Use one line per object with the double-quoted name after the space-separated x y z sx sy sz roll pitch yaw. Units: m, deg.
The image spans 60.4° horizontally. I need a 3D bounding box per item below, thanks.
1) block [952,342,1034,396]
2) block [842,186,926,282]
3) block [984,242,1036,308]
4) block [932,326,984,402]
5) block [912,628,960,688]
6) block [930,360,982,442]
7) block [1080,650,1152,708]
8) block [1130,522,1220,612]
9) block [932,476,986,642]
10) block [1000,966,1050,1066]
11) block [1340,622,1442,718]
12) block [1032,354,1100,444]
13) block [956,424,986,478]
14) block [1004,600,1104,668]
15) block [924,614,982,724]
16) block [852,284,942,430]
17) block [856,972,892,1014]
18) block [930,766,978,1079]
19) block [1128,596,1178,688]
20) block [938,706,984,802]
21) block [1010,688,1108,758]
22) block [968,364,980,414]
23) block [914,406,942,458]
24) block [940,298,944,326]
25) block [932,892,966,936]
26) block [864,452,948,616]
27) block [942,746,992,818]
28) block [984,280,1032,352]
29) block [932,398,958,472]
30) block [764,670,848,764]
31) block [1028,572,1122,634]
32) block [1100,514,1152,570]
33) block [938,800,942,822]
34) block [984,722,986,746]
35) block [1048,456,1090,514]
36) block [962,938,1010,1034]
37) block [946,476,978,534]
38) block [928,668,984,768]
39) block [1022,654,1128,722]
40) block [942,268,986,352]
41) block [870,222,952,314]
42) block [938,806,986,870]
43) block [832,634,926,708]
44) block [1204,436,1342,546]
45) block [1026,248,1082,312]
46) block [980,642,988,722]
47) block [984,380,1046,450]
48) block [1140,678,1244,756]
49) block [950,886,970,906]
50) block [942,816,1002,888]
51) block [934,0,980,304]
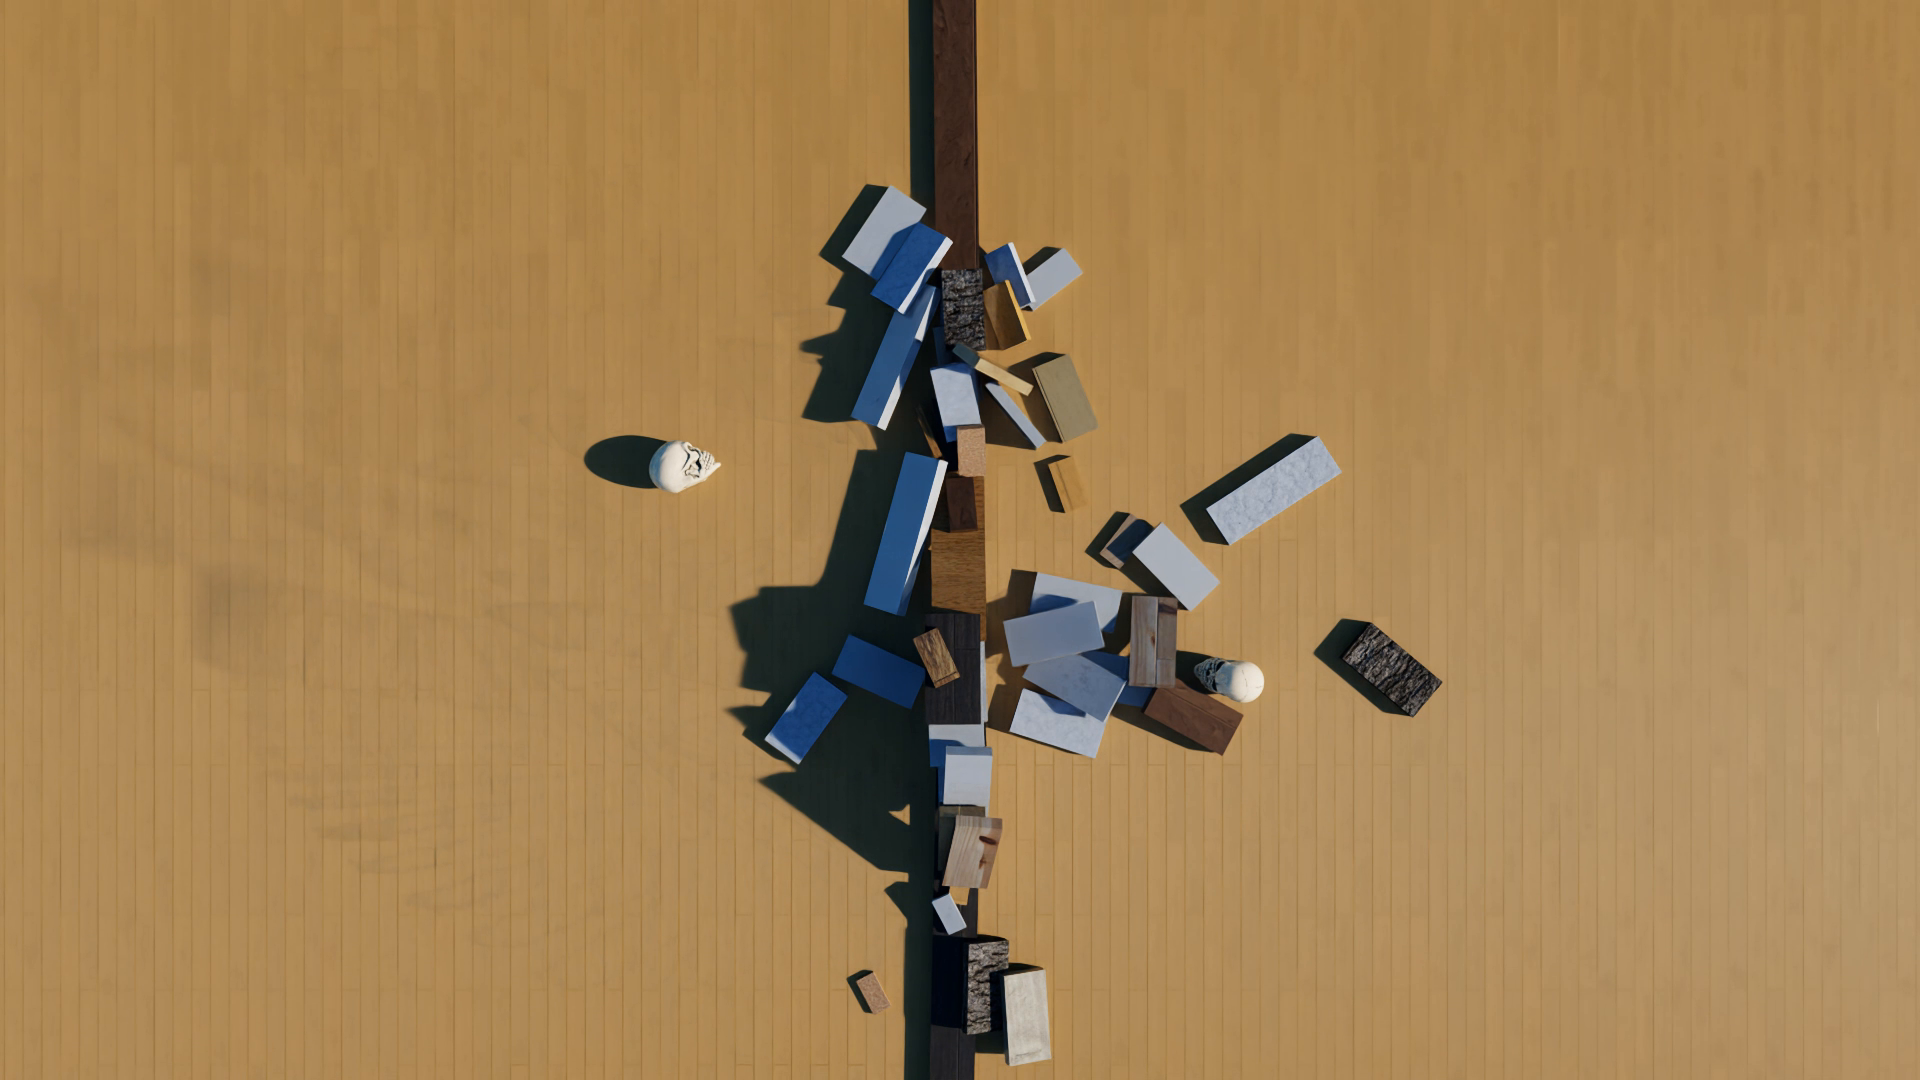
0.108 -0.556 5.358 0.266 0.133 0.038 22 104 -44 "block"
-0.251 -1.017 5.480 0.144 0.041 0.287 34 90 0 "block"
0.165 -0.865 5.457 0.104 0.030 0.209 -22 89 35 "block"
-0.006 -0.582 5.450 0.132 0.037 0.264 -8 104 0 "block"
-0.074 0.372 5.207 0.086 0.024 0.171 -25 84 -1 "block"
-0.010 -0.451 5.370 0.123 0.035 0.247 -13 109 2 "block"
0.542 0.463 5.478 0.307 0.043 0.153 11 90 0 "block"
0.714 0.088 5.468 0.140 0.040 0.280 -45 95 0 "block"
-0.005 0.059 5.386 0.175 0.050 0.551 -1 71 1 "block"
0.216 1.575 5.454 0.148 0.042 0.296 -4 90 -21 "block"
1.431 0.431 5.478 0.307 0.043 0.153 40 90 0 "block"
0.350 -0.470 5.481 0.133 0.038 0.266 -23 90 0 "block"
0.037 -0.292 5.408 0.090 0.026 0.181 -5 124 -4 "block"
0.308 0.310 5.417 0.307 0.043 0.153 -13 79 7 "block"
-0.022 0.410 5.239 0.175 0.050 0.350 0 84 1 "block"
-0.208 -0.612 5.437 0.140 0.040 0.494 23 90 43 "block"
-0.287 1.509 5.491 0.064 0.018 0.128 -28 90 0 "block"
-0.017 1.320 5.479 0.148 0.042 1.123 1 90 0 "block"
0.635 0.335 5.424 0.149 0.042 0.298 3 70 4 "block"
0.003 0.690 5.343 0.153 0.043 0.305 -2 87 0 "block"
0.328 0.607 5.479 0.298 0.042 0.149 18 90 0 "block"
-0.001 -0.456 5.442 0.123 0.035 0.247 -7 109 0 "block"
-0.106 -0.355 5.455 0.026 0.090 0.181 -23 90 0 "block"
0.002 -0.754 5.448 0.132 0.037 0.264 2 104 -1 "block"
-0.036 1.231 5.437 0.064 0.018 0.128 -26 98 6 "block"
-0.180 -0.021 5.434 0.153 0.043 0.525 16 90 40 "block"
0.022 0.781 5.248 0.146 0.041 0.292 1 124 -2 "block"
0.151 -0.742 5.458 0.104 0.030 0.209 -20 90 34 "block"
-0.008 -0.356 5.440 0.123 0.035 0.247 -12 109 1 "block"
-0.509 0.589 5.480 0.140 0.040 0.280 36 90 0 "block"
0.382 0.208 5.480 0.288 0.041 0.144 12 90 0 "block"
0.549 0.004 5.488 0.086 0.024 0.171 38 90 0 "block"
0.002 0.805 5.413 0.146 0.041 0.292 0 64 0 "block"
0.008 0.618 5.429 0.153 0.043 0.305 -3 72 0 "block"
0.362 -0.184 5.488 0.086 0.024 0.171 -19 90 0 "block"
0.084 1.473 5.449 0.148 0.042 0.296 1 90 -26 "block"
0.006 -0.115 5.405 0.090 0.026 0.181 -5 71 0 "block"
-0.014 0.546 5.278 0.175 0.050 0.350 -3 82 0 "block"
0.378 0.458 5.436 0.307 0.043 0.153 28 94 14 "block"
0.012 -0.748 5.381 0.132 0.037 0.264 -3 91 0 "block"
-0.161 -0.896 5.437 0.144 0.041 0.287 35 92 36 "block"
0.004 0.968 5.336 0.146 0.041 0.292 1 134 -2 "block"
-0.265 0.437 5.480 0.288 0.041 0.144 24 90 0 "block"
1.039 -0.164 5.480 0.443 0.041 0.144 -33 90 0 "block"
0.293 -0.866 5.485 0.209 0.030 0.104 -38 90 0 "block"
0.008 0.448 5.435 0.153 0.043 0.305 -2 73 0 "block"
0.181 -0.412 5.434 0.038 0.133 0.266 -40 90 0 "block"
0.767 0.573 5.450 0.307 0.043 0.153 29 87 -9 "block"
0.000 1.137 5.449 0.064 0.018 0.128 9 90 0 "block"
0.038 1.007 5.313 0.149 0.042 0.323 5 133 -6 "block"
-0.013 -1.351 5.480 0.144 0.041 1.130 -1 90 0 "block"
